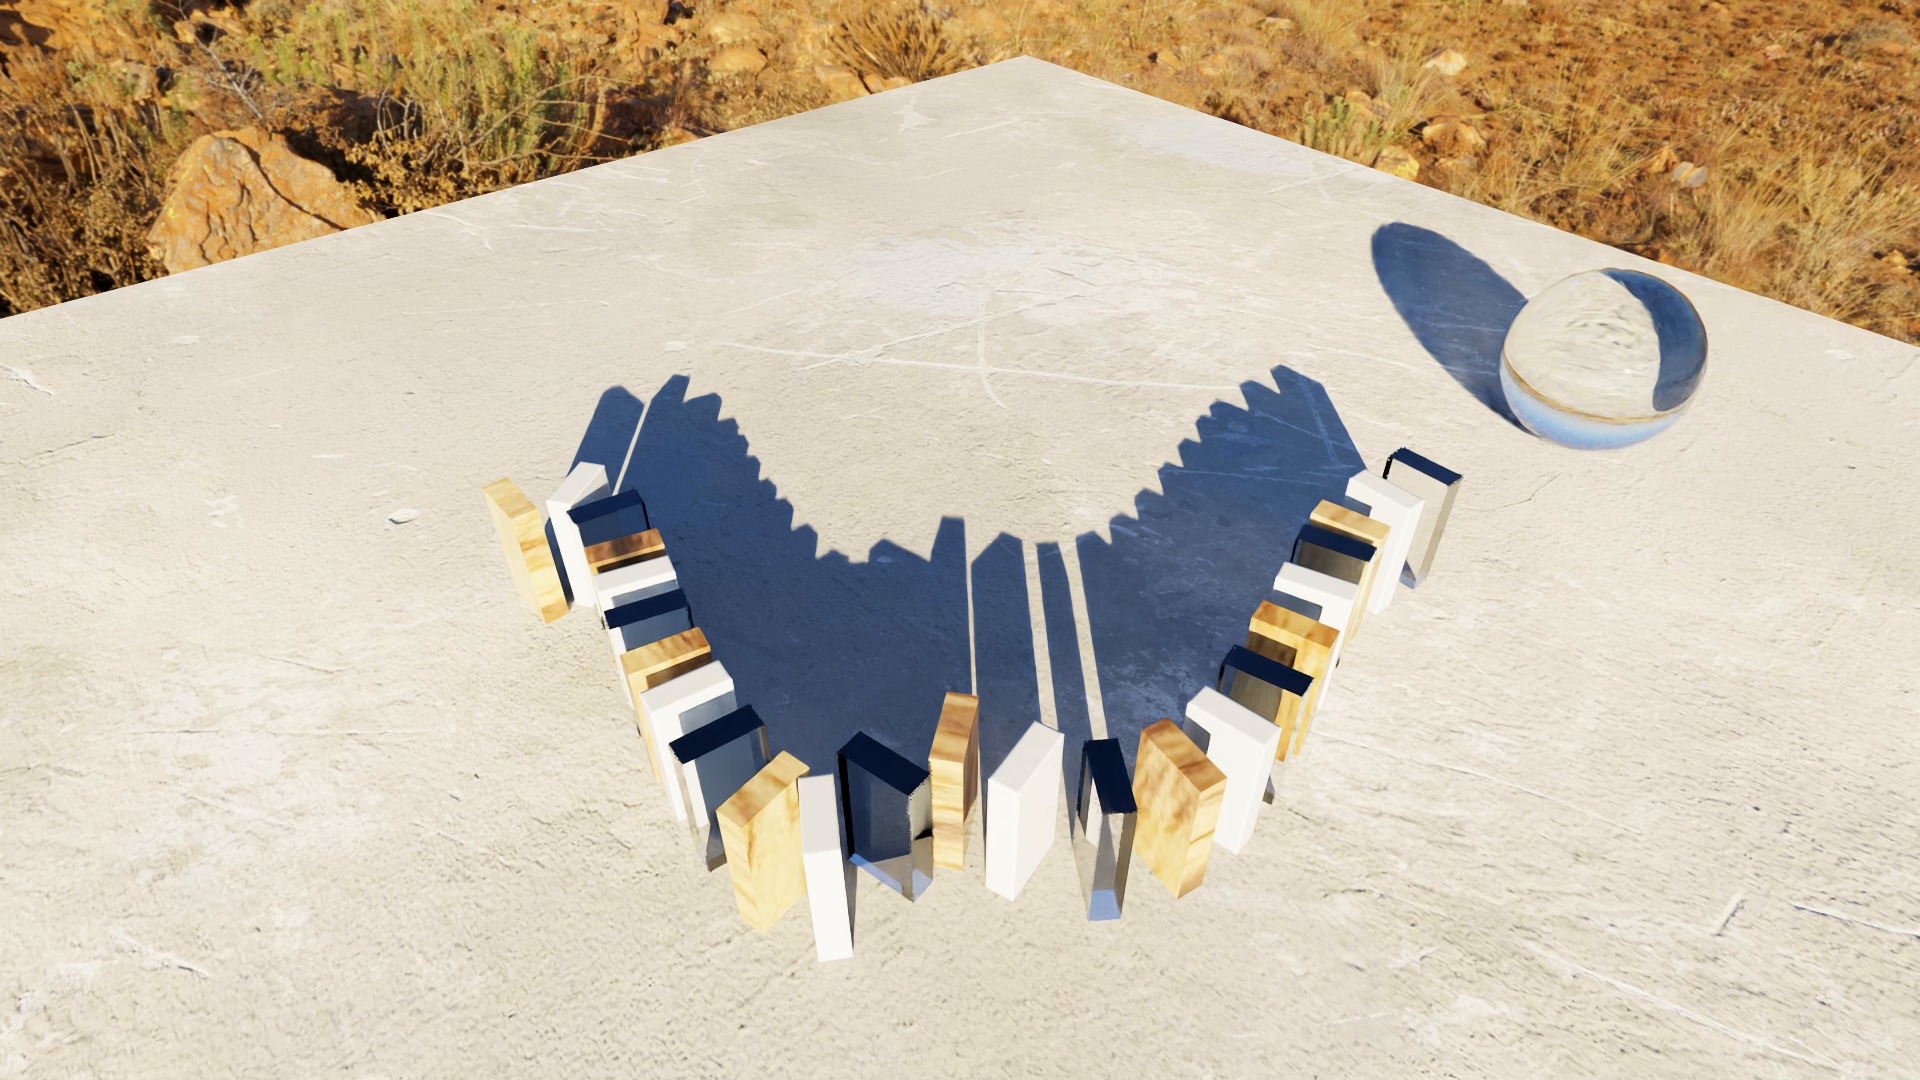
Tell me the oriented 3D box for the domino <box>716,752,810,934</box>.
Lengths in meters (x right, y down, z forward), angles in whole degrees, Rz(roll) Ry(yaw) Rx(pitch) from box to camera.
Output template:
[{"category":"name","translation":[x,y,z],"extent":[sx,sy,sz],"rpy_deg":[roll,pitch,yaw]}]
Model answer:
[{"category":"domino","translation":[-0.052,0.085,0.308],"extent":[0.009,0.050,0.025],"rpy_deg":[26,46,28]}]

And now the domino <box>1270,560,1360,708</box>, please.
[{"category":"domino","translation":[0.116,0.033,0.372],"extent":[0.025,0.050,0.009],"rpy_deg":[19,43,22]}]

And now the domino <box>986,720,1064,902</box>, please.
[{"category":"domino","translation":[0.018,0.078,0.316],"extent":[0.010,0.050,0.025],"rpy_deg":[22,44,25]}]

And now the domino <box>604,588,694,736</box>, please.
[{"category":"domino","translation":[-0.099,0.041,0.362],"extent":[0.025,0.050,0.010],"rpy_deg":[-17,42,-20]}]

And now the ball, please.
[{"category":"ball","translation":[0.282,-0.079,0.484],"extent":[0.080,0.080,0.080],"rpy_deg":[0,39,0]}]

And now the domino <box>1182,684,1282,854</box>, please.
[{"category":"domino","translation":[0.078,0.069,0.327],"extent":[0.025,0.050,0.009],"rpy_deg":[29,48,31]}]

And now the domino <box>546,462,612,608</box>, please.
[{"category":"domino","translation":[-0.139,-0.001,0.413],"extent":[0.009,0.050,0.025],"rpy_deg":[9,40,11]}]

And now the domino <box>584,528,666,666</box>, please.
[{"category":"domino","translation":[-0.113,0.021,0.385],"extent":[0.025,0.050,0.010],"rpy_deg":[-17,42,-20]}]

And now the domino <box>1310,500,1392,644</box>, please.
[{"category":"domino","translation":[0.136,0.012,0.397],"extent":[0.025,0.050,0.010],"rpy_deg":[26,46,28]}]

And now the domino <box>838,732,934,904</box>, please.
[{"category":"domino","translation":[-0.021,0.080,0.314],"extent":[0.025,0.050,0.009],"rpy_deg":[25,46,27]}]

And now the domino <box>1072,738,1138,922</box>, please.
[{"category":"domino","translation":[0.040,0.082,0.311],"extent":[0.009,0.050,0.025],"rpy_deg":[-4,39,-5]}]

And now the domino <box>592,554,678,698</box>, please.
[{"category":"domino","translation":[-0.106,0.030,0.375],"extent":[0.025,0.050,0.010],"rpy_deg":[-16,42,-19]}]

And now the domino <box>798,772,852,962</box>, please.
[{"category":"domino","translation":[-0.037,0.090,0.301],"extent":[0.009,0.050,0.025],"rpy_deg":[-6,40,-7]}]

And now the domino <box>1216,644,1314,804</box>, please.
[{"category":"domino","translation":[0.091,0.058,0.341],"extent":[0.025,0.050,0.009],"rpy_deg":[23,45,26]}]

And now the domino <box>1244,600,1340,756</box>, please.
[{"category":"domino","translation":[0.104,0.045,0.356],"extent":[0.025,0.050,0.009],"rpy_deg":[23,45,26]}]

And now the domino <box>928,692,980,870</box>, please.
[{"category":"domino","translation":[-0.001,0.072,0.324],"extent":[0.009,0.050,0.025],"rpy_deg":[7,40,8]}]

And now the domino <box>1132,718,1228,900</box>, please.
[{"category":"domino","translation":[0.061,0.078,0.317],"extent":[0.009,0.050,0.025],"rpy_deg":[-21,44,-24]}]

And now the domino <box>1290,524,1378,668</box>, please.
[{"category":"domino","translation":[0.127,0.020,0.387],"extent":[0.025,0.050,0.009],"rpy_deg":[21,44,24]}]

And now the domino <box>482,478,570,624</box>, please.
[{"category":"domino","translation":[-0.160,0.004,0.406],"extent":[0.009,0.050,0.025],"rpy_deg":[-29,48,-31]}]

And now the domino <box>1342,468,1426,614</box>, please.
[{"category":"domino","translation":[0.153,0.001,0.410],"extent":[0.010,0.050,0.025],"rpy_deg":[-28,47,-29]}]

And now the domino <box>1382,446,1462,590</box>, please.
[{"category":"domino","translation":[0.172,-0.008,0.421],"extent":[0.009,0.050,0.025],"rpy_deg":[-28,47,-30]}]

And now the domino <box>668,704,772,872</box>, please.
[{"category":"domino","translation":[-0.068,0.073,0.322],"extent":[0.025,0.050,0.010],"rpy_deg":[-24,45,-27]}]

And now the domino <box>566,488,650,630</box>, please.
[{"category":"domino","translation":[-0.125,0.008,0.402],"extent":[0.025,0.050,0.010],"rpy_deg":[-21,44,-24]}]

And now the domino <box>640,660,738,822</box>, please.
[{"category":"domino","translation":[-0.080,0.062,0.336],"extent":[0.025,0.050,0.010],"rpy_deg":[-23,44,-25]}]

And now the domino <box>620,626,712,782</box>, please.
[{"category":"domino","translation":[-0.089,0.053,0.347],"extent":[0.025,0.050,0.010],"rpy_deg":[-20,43,-22]}]
